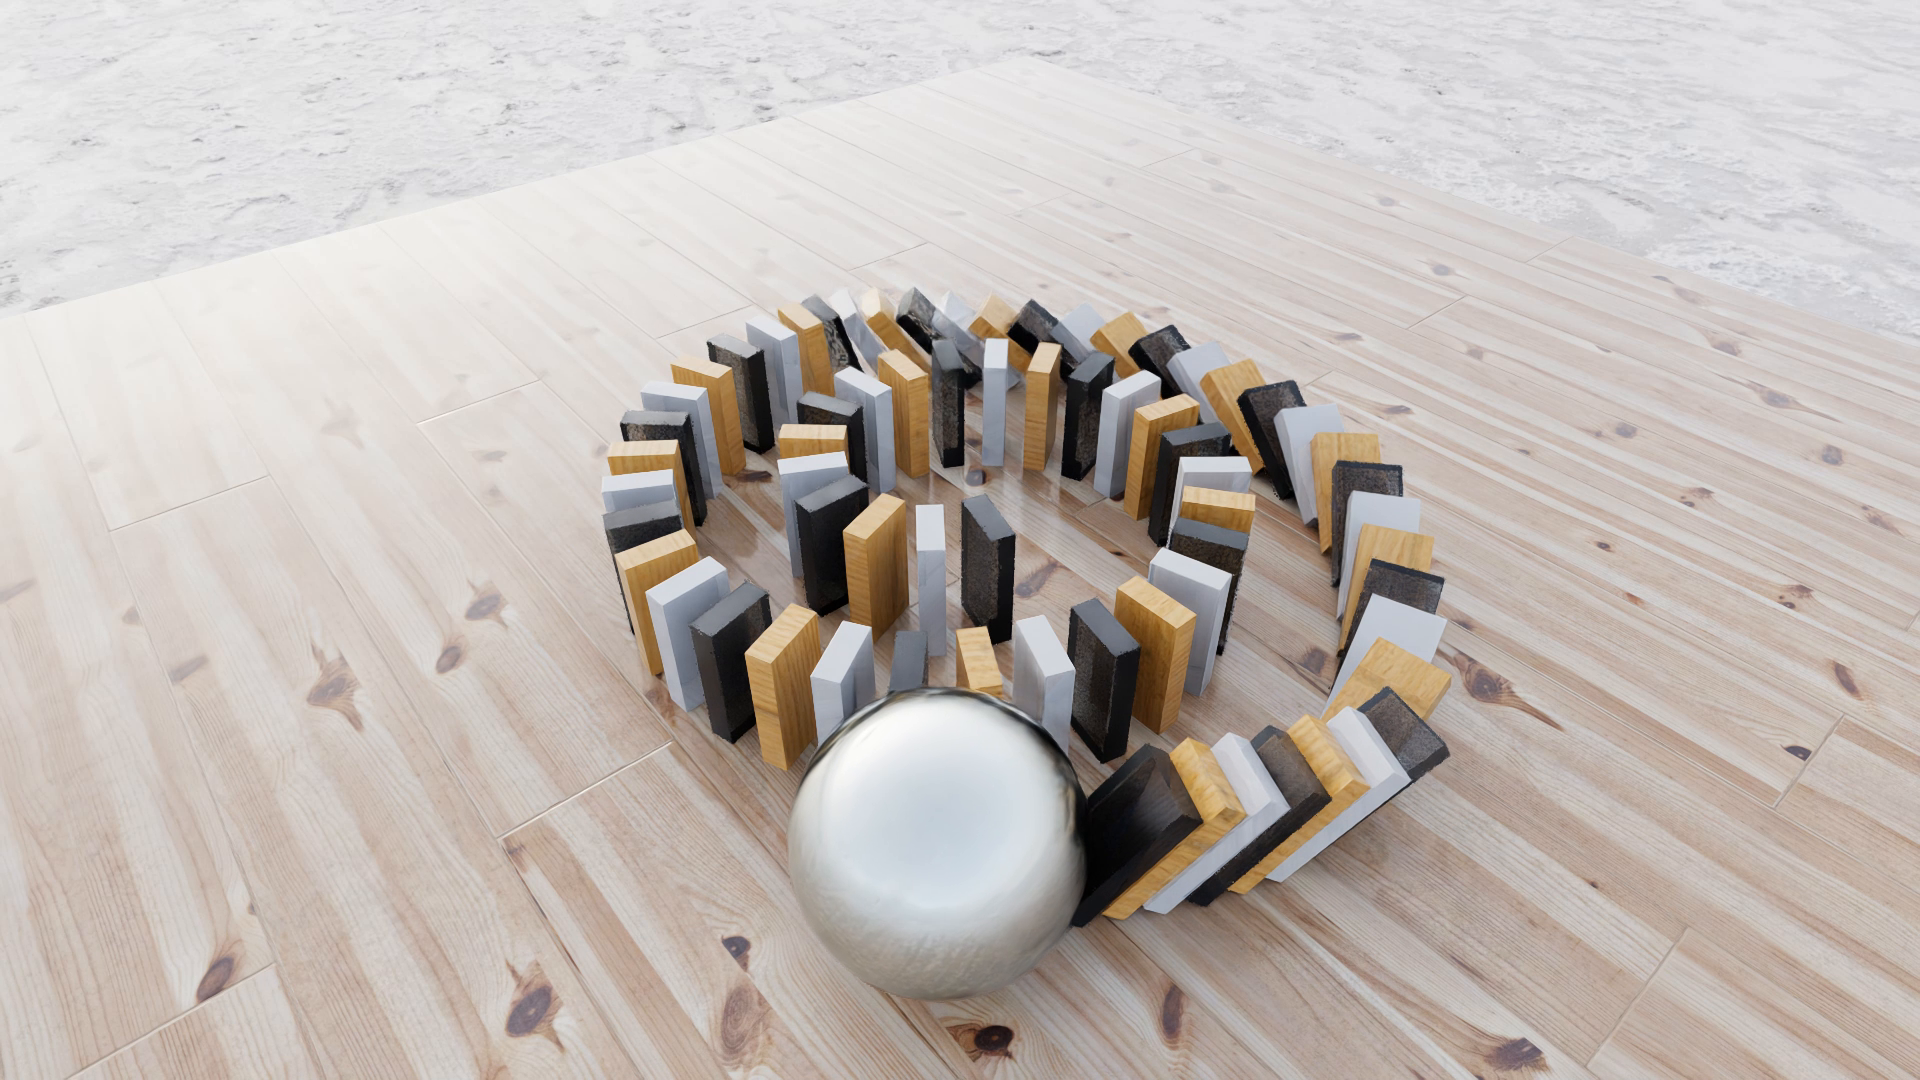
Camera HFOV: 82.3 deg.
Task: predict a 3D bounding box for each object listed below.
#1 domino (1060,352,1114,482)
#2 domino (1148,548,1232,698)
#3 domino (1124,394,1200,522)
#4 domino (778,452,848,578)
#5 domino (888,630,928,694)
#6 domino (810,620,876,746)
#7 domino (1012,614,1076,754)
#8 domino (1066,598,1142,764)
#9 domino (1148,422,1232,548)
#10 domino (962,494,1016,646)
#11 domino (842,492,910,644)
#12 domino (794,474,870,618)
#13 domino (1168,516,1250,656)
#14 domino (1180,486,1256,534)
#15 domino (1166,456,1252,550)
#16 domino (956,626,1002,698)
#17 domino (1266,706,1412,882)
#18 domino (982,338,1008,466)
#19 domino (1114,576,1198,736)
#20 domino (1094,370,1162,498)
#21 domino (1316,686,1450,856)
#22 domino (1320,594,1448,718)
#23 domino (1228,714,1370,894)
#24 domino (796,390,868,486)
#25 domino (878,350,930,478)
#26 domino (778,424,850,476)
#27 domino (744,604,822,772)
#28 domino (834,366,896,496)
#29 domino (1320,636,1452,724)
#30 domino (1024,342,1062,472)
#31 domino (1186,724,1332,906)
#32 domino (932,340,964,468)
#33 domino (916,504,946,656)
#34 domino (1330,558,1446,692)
[{"bbox_3d":[0.055,-0.053,0.476,0.009,0.050,0.025,21,44,24],"label":"domino"},{"bbox_3d":[0.076,0.029,0.376,0.025,0.050,0.010,23,44,25],"label":"domino"},{"bbox_3d":[0.082,-0.034,0.452,0.025,0.050,0.009,-20,43,-22],"label":"domino"},{"bbox_3d":[-0.055,-0.009,0.423,0.025,0.050,0.009,-8,40,-10],"label":"domino"},{"bbox_3d":[-0.015,0.055,0.344,0.010,0.050,0.025,2,39,2],"label":"domino"},{"bbox_3d":[-0.036,0.053,0.347,0.009,0.050,0.025,12,41,14],"label":"domino"},{"bbox_3d":[0.026,0.051,0.349,0.009,0.050,0.025,-12,41,-14],"label":"domino"},{"bbox_3d":[0.045,0.046,0.355,0.009,0.050,0.025,-18,43,-21],"label":"domino"},{"bbox_3d":[0.091,-0.022,0.438,0.025,0.050,0.009,-12,41,-14],"label":"domino"},{"bbox_3d":[0.010,0.011,0.398,0.009,0.050,0.025,-15,42,-18],"label":"domino"},{"bbox_3d":[-0.030,0.011,0.398,0.009,0.050,0.025,20,43,23],"label":"domino"},{"bbox_3d":[-0.046,0.003,0.408,0.025,0.050,0.010,-28,47,-30],"label":"domino"},{"bbox_3d":[0.085,0.017,0.391,0.025,0.050,0.010,15,42,17],"label":"domino"},{"bbox_3d":[0.092,0.004,0.406,0.025,0.050,0.009,9,40,10],"label":"domino"},{"bbox_3d":[0.095,-0.009,0.422,0.025,0.050,0.009,0,39,0],"label":"domino"},{"bbox_3d":[0.006,0.054,0.345,0.009,0.050,0.025,-6,40,-8],"label":"domino"},{"bbox_3d":[0.104,0.075,0.324,0.009,0.050,0.025,27,27,-35],"label":"domino"},{"bbox_3d":[0.015,-0.060,0.485,0.009,0.050,0.025,2,39,3],"label":"domino"},{"bbox_3d":[0.062,0.039,0.364,0.009,0.050,0.025,-29,47,-31],"label":"domino"},{"bbox_3d":[0.071,-0.044,0.466,0.025,0.050,0.009,-28,47,-30],"label":"domino"},{"bbox_3d":[0.121,0.070,0.338,0.050,0.009,0.025,-38,47,4],"label":"domino"},{"bbox_3d":[0.142,0.046,0.369,0.025,0.010,0.050,21,73,24],"label":"domino"},{"bbox_3d":[0.092,0.077,0.321,0.009,0.050,0.025,27,25,-35],"label":"domino"},{"bbox_3d":[-0.052,-0.035,0.454,0.025,0.050,0.010,17,42,19],"label":"domino"},{"bbox_3d":[-0.024,-0.054,0.478,0.009,0.050,0.025,-23,44,-25],"label":"domino"},{"bbox_3d":[-0.057,-0.022,0.439,0.025,0.050,0.009,1,39,2],"label":"domino"},{"bbox_3d":[-0.055,0.048,0.353,0.010,0.050,0.025,18,43,21],"label":"domino"},{"bbox_3d":[-0.040,-0.046,0.468,0.025,0.050,0.010,31,48,32],"label":"domino"},{"bbox_3d":[0.132,0.058,0.353,0.025,0.010,0.050,32,79,33],"label":"domino"},{"bbox_3d":[0.036,-0.058,0.483,0.009,0.050,0.025,10,40,12],"label":"domino"},{"bbox_3d":[0.080,0.080,0.318,0.010,0.050,0.025,27,25,-35],"label":"domino"},{"bbox_3d":[-0.005,-0.060,0.484,0.009,0.050,0.025,-8,40,-9],"label":"domino"},{"bbox_3d":[-0.010,0.015,0.393,0.009,0.050,0.025,-2,39,-2],"label":"domino"},{"bbox_3d":[0.149,0.034,0.384,0.025,0.010,0.050,17,71,20],"label":"domino"}]
